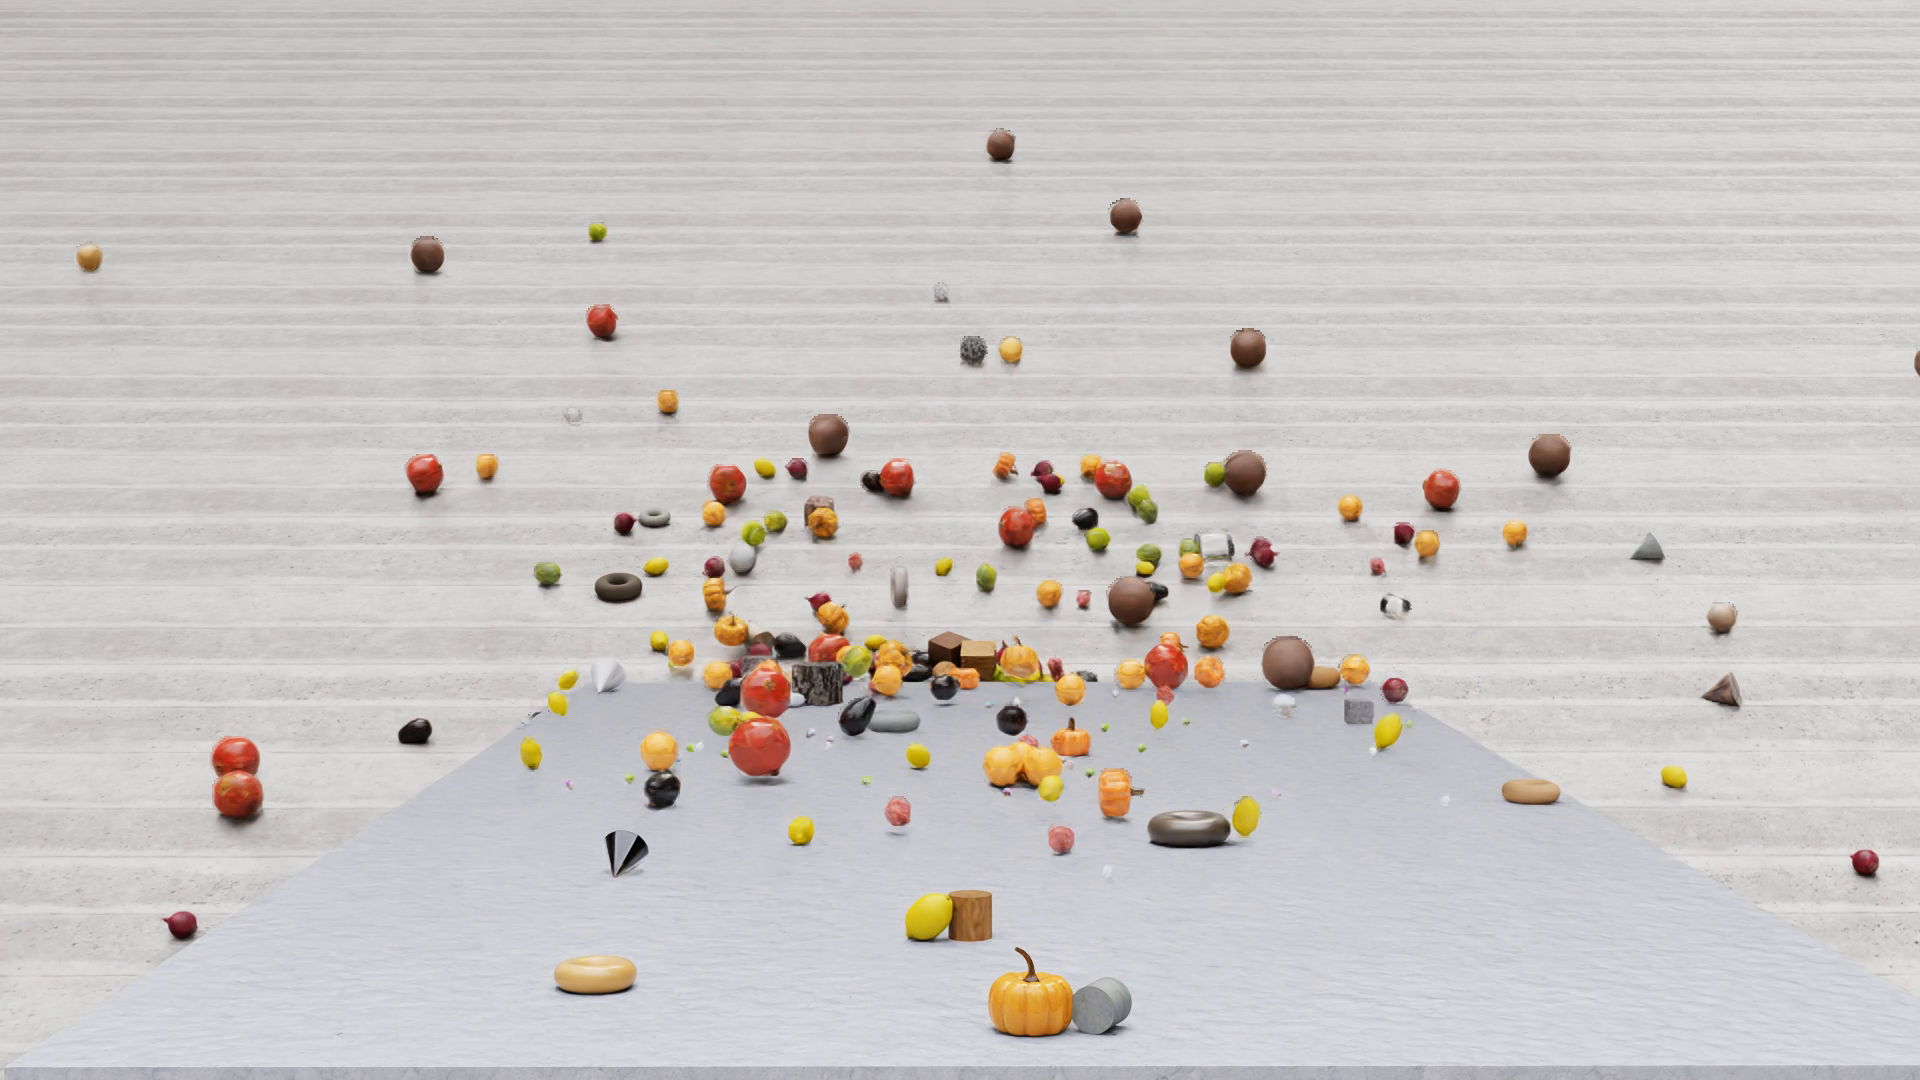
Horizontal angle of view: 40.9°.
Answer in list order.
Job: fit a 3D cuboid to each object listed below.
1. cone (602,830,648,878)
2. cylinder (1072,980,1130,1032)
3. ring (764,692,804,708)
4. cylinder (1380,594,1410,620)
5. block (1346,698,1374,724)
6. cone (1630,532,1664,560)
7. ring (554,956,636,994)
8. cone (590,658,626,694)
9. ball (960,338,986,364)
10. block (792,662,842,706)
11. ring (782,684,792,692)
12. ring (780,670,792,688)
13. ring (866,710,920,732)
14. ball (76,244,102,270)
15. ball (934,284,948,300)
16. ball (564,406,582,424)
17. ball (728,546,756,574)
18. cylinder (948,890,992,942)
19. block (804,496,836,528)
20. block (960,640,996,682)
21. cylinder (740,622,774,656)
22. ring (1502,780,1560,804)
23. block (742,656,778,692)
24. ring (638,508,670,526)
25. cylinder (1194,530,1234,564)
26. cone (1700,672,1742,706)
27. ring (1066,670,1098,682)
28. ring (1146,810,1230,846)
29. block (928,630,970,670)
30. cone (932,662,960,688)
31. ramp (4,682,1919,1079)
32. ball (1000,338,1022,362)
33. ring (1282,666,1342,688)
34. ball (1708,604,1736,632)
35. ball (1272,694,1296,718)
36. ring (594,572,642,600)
[{"bbox_3d":[-0.483,0.460,3.656,0.068,0.068,0.068,3,29,6],"label":"cone"},{"bbox_3d":[0.147,0.487,2.696,0.050,0.050,0.050,7,-5,17],"label":"cylinder"},{"bbox_3d":[-0.405,0.370,5.936,0.094,0.031,0.094,1,1,0],"label":"ring"},{"bbox_3d":[1.200,0.184,7.103,0.060,0.060,0.060,-20,30,-38],"label":"cylinder"},{"bbox_3d":[0.866,0.373,5.587,0.051,0.051,0.051,0,2,-3],"label":"block"},{"bbox_3d":[1.982,0.035,7.470,0.087,0.087,0.087,-28,25,3],"label":"cone"},{"bbox_3d":[-0.411,0.490,2.903,0.094,0.031,0.094,0,1,0],"label":"ring"},{"bbox_3d":[-0.872,0.351,6.291,0.090,0.090,0.090,3,29,7],"label":"cone"},{"bbox_3d":[0.045,-0.661,9.002,0.093,0.093,0.093,0,24,0],"label":"ball"},{"bbox_3d":[-0.333,0.336,6.016,0.092,0.092,0.092,1,2,17],"label":"block"},{"bbox_3d":[-0.377,0.362,6.135,0.094,0.031,0.094,-1,3,0],"label":"ring"},{"bbox_3d":[-0.379,0.347,6.366,0.134,0.045,0.134,-1,3,0],"label":"ring"},{"bbox_3d":[-0.142,0.385,5.465,0.115,0.038,0.115,-1,3,0],"label":"ring"},{"bbox_3d":[-3.380,-1.097,9.996,0.098,0.098,0.098,0,24,0],"label":"ball"},{"bbox_3d":[-0.072,-0.929,9.660,0.057,0.057,0.057,0,24,0],"label":"ball"},{"bbox_3d":[-1.271,-0.411,8.471,0.058,0.058,0.058,0,24,0],"label":"ball"},{"bbox_3d":[-0.622,0.056,7.373,0.080,0.080,0.080,0,24,0],"label":"ball"},{"bbox_3d":[0.013,0.466,3.194,0.054,0.054,0.054,0,2,0],"label":"cylinder"},{"bbox_3d":[-0.419,-0.085,7.706,0.071,0.071,0.071,7,25,16],"label":"block"},{"bbox_3d":[0.048,0.324,6.745,0.090,0.090,0.090,1,24,3],"label":"block"},{"bbox_3d":[-0.544,0.266,6.905,0.069,0.069,0.069,-13,27,-28],"label":"cylinder"},{"bbox_3d":[0.974,0.429,4.392,0.098,0.033,0.098,-1,3,0],"label":"ring"},{"bbox_3d":[-0.492,0.328,6.341,0.082,0.082,0.082,0,2,3],"label":"block"},{"bbox_3d":[-0.915,-0.068,7.718,0.097,0.032,0.097,-1,24,0],"label":"ring"},{"bbox_3d":[0.732,0.022,7.436,0.092,0.092,0.092,-3,24,-13],"label":"cylinder"},{"bbox_3d":[1.955,0.394,6.644,0.092,0.092,0.092,-19,14,28],"label":"cone"},{"bbox_3d":[0.319,0.368,6.719,0.089,0.030,0.089,1,23,0],"label":"ring"},{"bbox_3d":[0.351,0.442,3.946,0.129,0.043,0.129,-1,3,0],"label":"ring"},{"bbox_3d":[-0.028,0.300,6.811,0.080,0.080,0.080,20,30,38],"label":"block"},{"bbox_3d":[-0.040,0.350,6.418,0.069,0.069,0.069,3,29,7],"label":"cone"},{"bbox_3d":[0.054,0.490,4.542,2.000,0.100,4.000,0,2,0],"label":"ramp"},{"bbox_3d":[0.179,-0.665,9.022,0.083,0.083,0.083,0,24,0],"label":"ball"},{"bbox_3d":[0.875,0.341,6.413,0.146,0.049,0.146,-1,3,0],"label":"ring"},{"bbox_3d":[2.077,0.211,7.020,0.078,0.078,0.078,0,24,0],"label":"ball"},{"bbox_3d":[0.717,0.367,5.707,0.053,0.053,0.053,0,24,0],"label":"ball"},{"bbox_3d":[-0.961,0.131,7.244,0.135,0.045,0.135,1,22,0],"label":"ring"}]
